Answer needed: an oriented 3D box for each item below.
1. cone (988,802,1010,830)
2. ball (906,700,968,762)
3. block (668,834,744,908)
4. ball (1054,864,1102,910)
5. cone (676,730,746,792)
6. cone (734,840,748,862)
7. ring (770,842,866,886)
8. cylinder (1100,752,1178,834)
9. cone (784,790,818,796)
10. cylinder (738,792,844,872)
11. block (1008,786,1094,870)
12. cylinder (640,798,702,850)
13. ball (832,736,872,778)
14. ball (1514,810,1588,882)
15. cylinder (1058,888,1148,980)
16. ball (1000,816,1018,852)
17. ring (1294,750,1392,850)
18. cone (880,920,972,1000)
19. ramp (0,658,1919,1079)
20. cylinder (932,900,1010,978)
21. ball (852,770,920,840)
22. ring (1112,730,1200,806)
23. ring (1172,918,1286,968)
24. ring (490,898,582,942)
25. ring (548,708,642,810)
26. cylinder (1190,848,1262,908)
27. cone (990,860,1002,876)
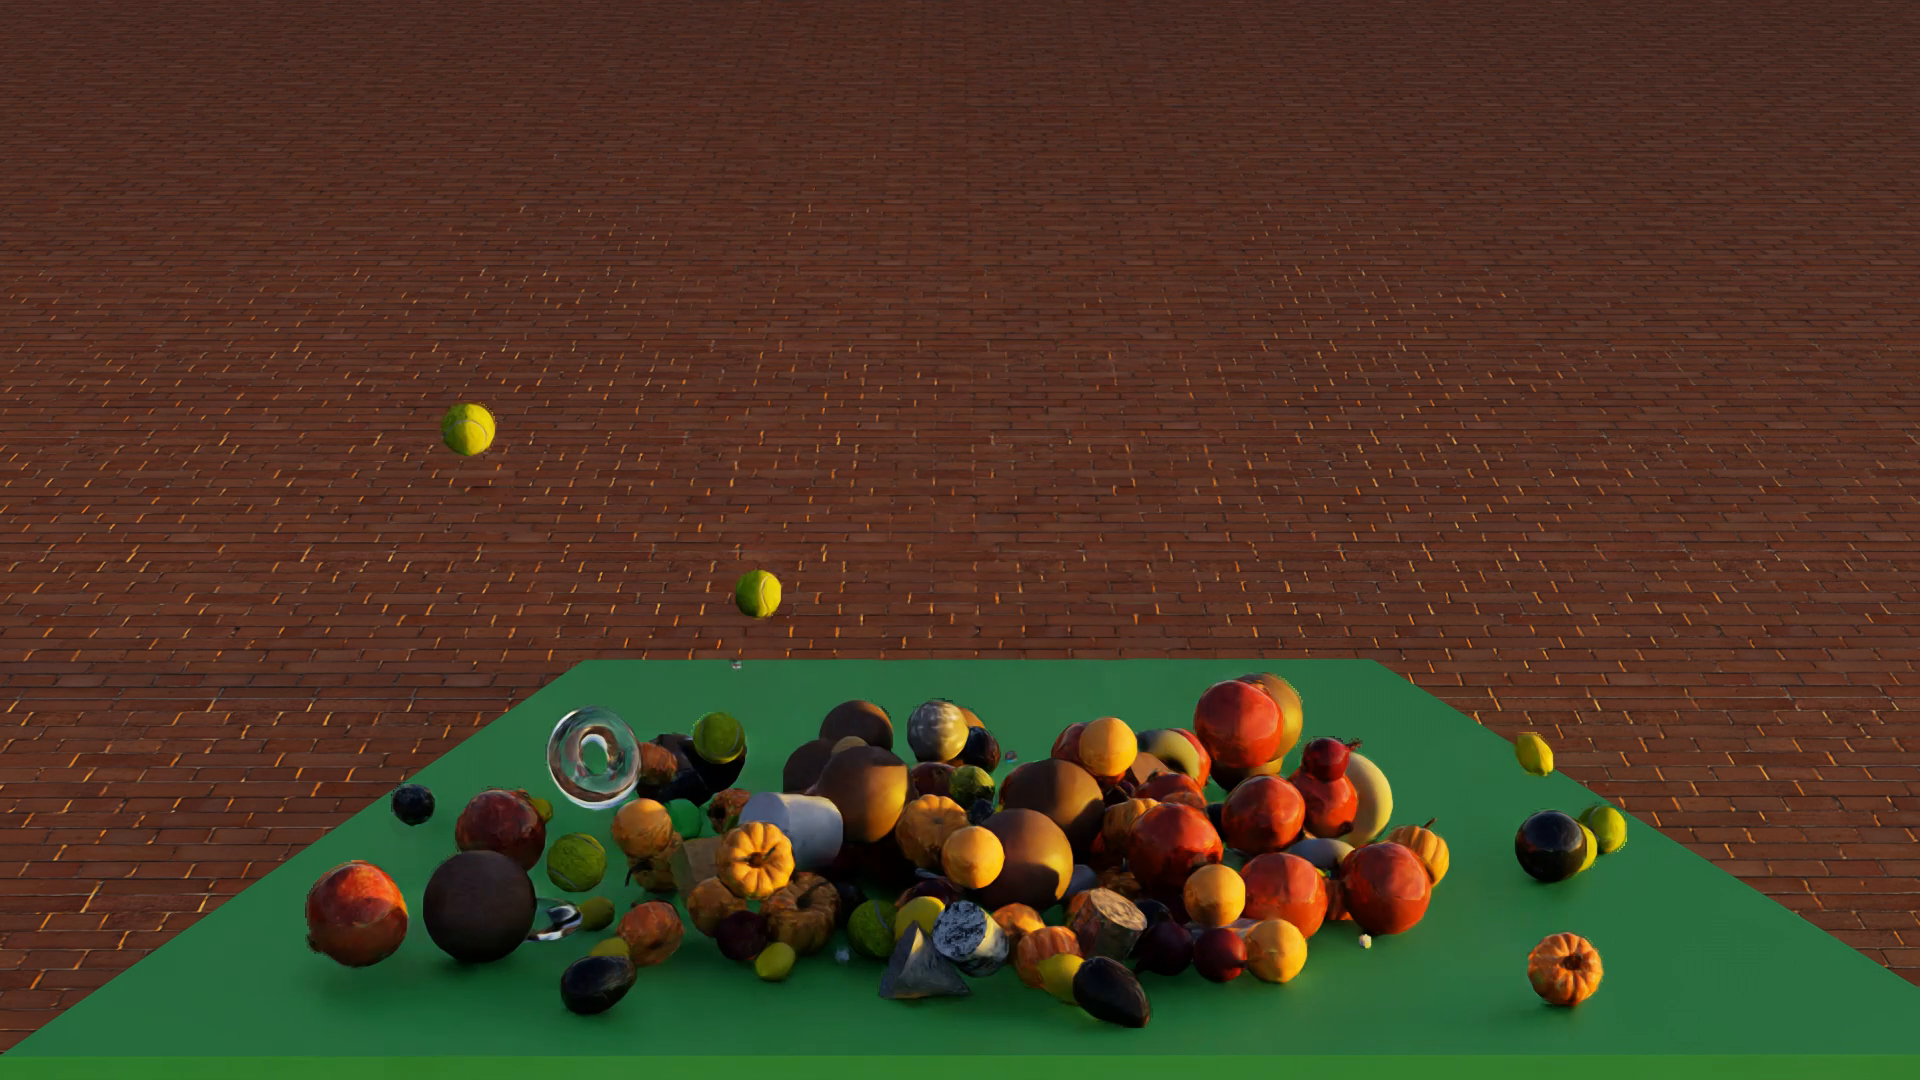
[{"bbox_3d":[0.061,0.414,3.817,0.055,0.055,0.055,0,3,0],"label":"cone"},{"bbox_3d":[-0.030,0.255,3.424,0.083,0.083,0.083,0,22,0],"label":"ball"},{"bbox_3d":[-0.309,0.403,3.135,0.062,0.062,0.062,-10,68,-28],"label":"block"},{"bbox_3d":[0.149,0.440,3.263,0.059,0.059,0.059,0,22,0],"label":"ball"},{"bbox_3d":[-0.368,0.298,3.638,0.093,0.093,0.093,29,-1,-40],"label":"cone"},{"bbox_3d":[-0.298,0.433,3.622,0.083,0.083,0.083,15,38,33],"label":"cone"},{"bbox_3d":[-0.194,0.437,3.481,0.135,0.045,0.135,2,5,0],"label":"ring"},{"bbox_3d":[0.264,0.378,3.848,0.088,0.088,0.088,28,33,-20],"label":"cylinder"},{"bbox_3d":[-0.228,0.426,3.726,0.092,0.092,0.092,-5,31,-12],"label":"cone"},{"bbox_3d":[-0.209,0.360,3.169,0.093,0.093,0.093,21,6,42],"label":"cylinder"},{"bbox_3d":[0.125,0.393,3.496,0.093,0.093,0.093,15,0,5],"label":"block"},{"bbox_3d":[-0.419,0.413,3.734,0.066,0.066,0.066,8,6,20],"label":"cylinder"},{"bbox_3d":[-0.156,0.314,3.717,0.060,0.060,0.060,0,22,0],"label":"ball"},{"bbox_3d":[0.795,0.412,3.458,0.096,0.096,0.096,0,22,0],"label":"ball"},{"bbox_3d":[0.159,0.440,2.869,0.073,0.073,0.073,27,18,-10],"label":"cylinder"},{"bbox_3d":[0.084,0.417,3.621,0.056,0.056,0.056,0,22,0],"label":"ball"},{"bbox_3d":[0.550,0.376,3.700,0.146,0.146,0.049,11,10,25],"label":"ring"},{"bbox_3d":[-0.026,0.474,2.786,0.092,0.092,0.092,26,20,-8],"label":"cone"},{"bbox_3d":[0.050,0.455,4.532,2.000,0.100,4.000,0,3,0],"label":"ramp"},{"bbox_3d":[0.012,0.435,2.796,0.065,0.065,0.065,-12,57,19],"label":"cylinder"},{"bbox_3d":[-0.104,0.374,3.618,0.098,0.098,0.098,0,22,0],"label":"ball"},{"bbox_3d":[0.300,0.352,3.953,0.139,0.139,0.046,-3,31,-8],"label":"ring"},{"bbox_3d":[0.310,0.463,2.960,0.131,0.044,0.131,-2,-1,0],"label":"ring"},{"bbox_3d":[-0.514,0.460,3.116,0.112,0.037,0.112,-1,4,0],"label":"ring"},{"bbox_3d":[-0.435,0.260,3.069,0.124,0.124,0.041,-21,-3,-42],"label":"ring"},{"bbox_3d":[0.333,0.425,3.227,0.076,0.076,0.076,-3,-6,-7],"label":"cylinder"},{"bbox_3d":[0.025,0.419,3.476,0.066,0.066,0.066,-1,-11,0],"label":"cone"}]
